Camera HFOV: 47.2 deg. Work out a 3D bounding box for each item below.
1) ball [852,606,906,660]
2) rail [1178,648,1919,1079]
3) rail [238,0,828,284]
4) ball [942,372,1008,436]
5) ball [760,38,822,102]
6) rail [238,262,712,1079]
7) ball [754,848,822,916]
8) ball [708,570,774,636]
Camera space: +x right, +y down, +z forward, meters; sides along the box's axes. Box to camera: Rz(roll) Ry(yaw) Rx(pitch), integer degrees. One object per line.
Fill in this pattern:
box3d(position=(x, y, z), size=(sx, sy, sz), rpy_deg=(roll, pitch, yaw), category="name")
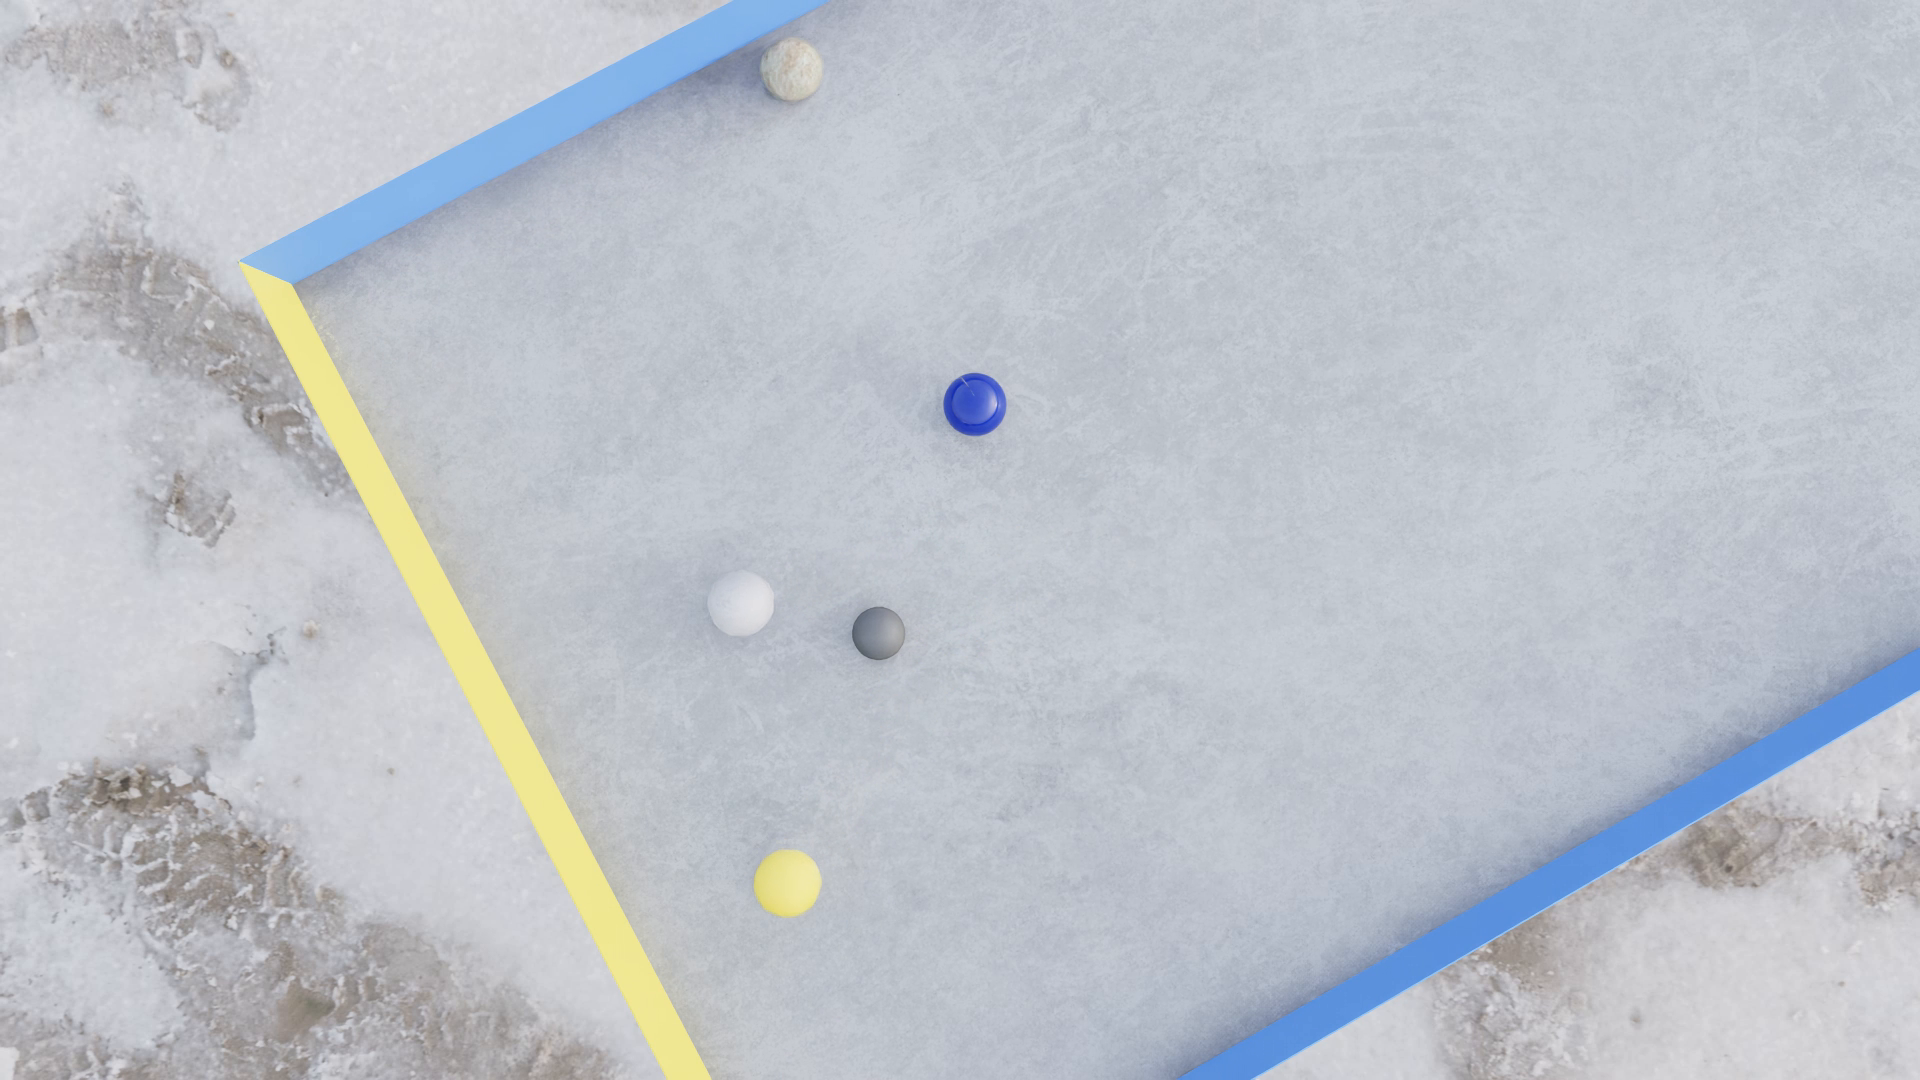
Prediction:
box3d(position=(-0.120, 0.138, 3.250), size=(0.079, 0.079, 0.079), rpy_deg=(0, 81, 0), category="ball")
box3d(position=(1.058, 0.376, 3.186), size=(2.940, 0.127, 0.045), rpy_deg=(-29, 82, -5), category="rail")
box3d(position=(0.224, -1.092, 3.428), size=(2.940, 0.127, 0.045), rpy_deg=(-29, 82, -5), category="rail")
box3d(position=(0.022, -0.203, 3.298), size=(0.096, 0.096, 0.096), rpy_deg=(0, 81, 0), category="ball")
box3d(position=(-0.260, -0.724, 3.384), size=(0.095, 0.095, 0.095), rpy_deg=(0, 81, 0), category="ball")
box3d(position=(-0.620, 0.340, 3.192), size=(0.045, 0.127, 1.752), rpy_deg=(-29, 82, -5), category="rail")
box3d(position=(-0.249, 0.496, 3.182), size=(0.097, 0.097, 0.097), rpy_deg=(0, 81, 0), category="ball")
box3d(position=(-0.323, 0.094, 3.248), size=(0.098, 0.098, 0.098), rpy_deg=(0, 81, 0), category="ball")
